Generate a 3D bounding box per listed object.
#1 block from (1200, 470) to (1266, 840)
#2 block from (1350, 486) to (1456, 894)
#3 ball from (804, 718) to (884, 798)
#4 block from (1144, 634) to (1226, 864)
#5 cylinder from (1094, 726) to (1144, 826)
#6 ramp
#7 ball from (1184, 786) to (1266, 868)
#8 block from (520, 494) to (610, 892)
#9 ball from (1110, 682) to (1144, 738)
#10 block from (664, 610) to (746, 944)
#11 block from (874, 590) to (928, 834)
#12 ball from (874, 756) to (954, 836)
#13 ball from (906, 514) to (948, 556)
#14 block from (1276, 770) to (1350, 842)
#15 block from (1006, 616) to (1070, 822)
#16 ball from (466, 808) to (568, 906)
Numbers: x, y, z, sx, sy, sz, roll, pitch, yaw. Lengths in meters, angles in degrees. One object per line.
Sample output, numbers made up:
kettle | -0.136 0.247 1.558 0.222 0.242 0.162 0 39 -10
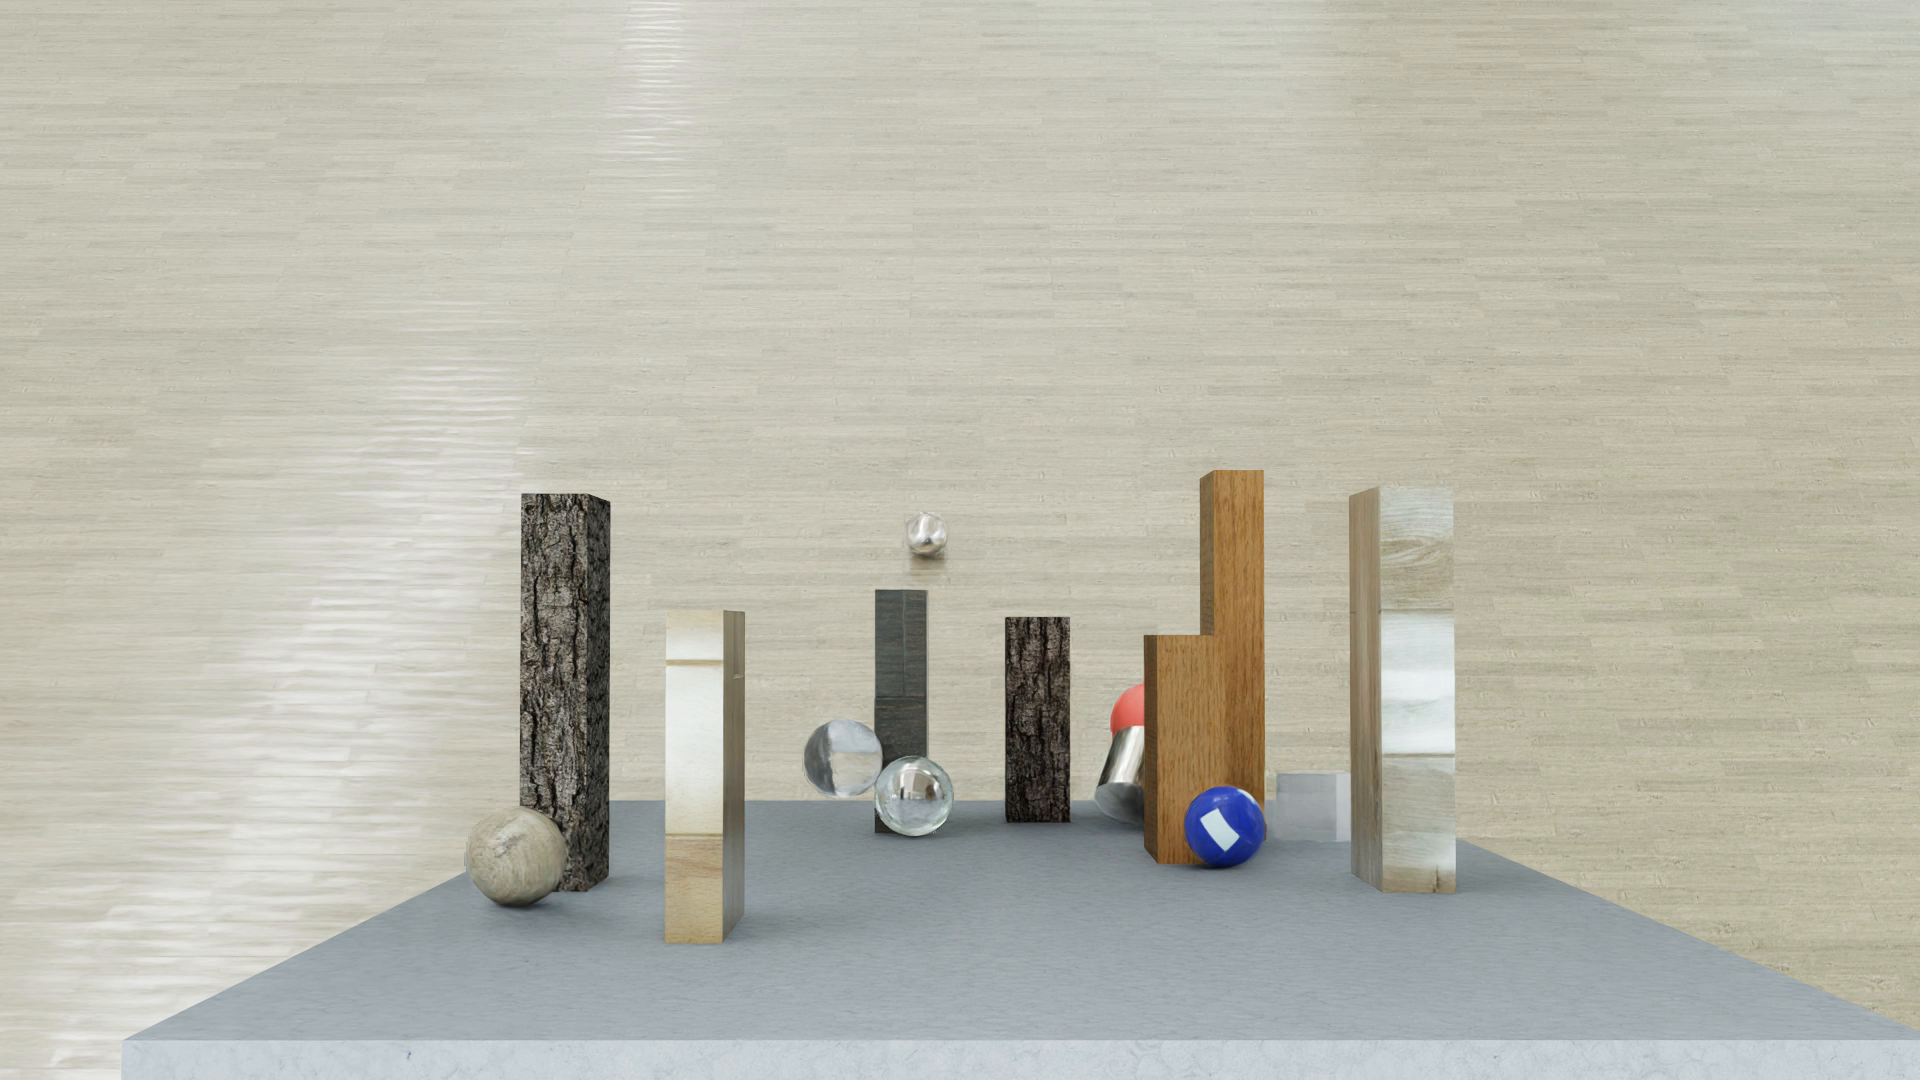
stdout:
block | 0.602 0.252 5.763 0.108 0.795 0.332 0 -2 0
block | 0.786 0.261 4.642 0.125 0.699 0.361 0 -2 0
ball | -0.256 0.480 5.705 0.176 0.176 0.176 0 35 0
block | 0.447 0.410 5.197 0.131 0.440 0.372 0 -2 0
cylinder | 0.409 0.542 5.973 0.162 0.162 0.162 10 50 14
ramp | 0.078 0.669 4.853 2.000 0.100 4.000 0 -2 0
ball | 0.502 0.544 4.929 0.154 0.154 0.154 0 35 0
block | -0.701 0.268 4.627 0.115 0.686 0.298 0 -2 0
ball | 0.469 0.447 6.338 0.205 0.205 0.205 0 35 0
block | -0.384 0.347 3.941 0.082 0.480 0.385 0 -2 0
block | -0.132 0.387 5.986 0.115 0.540 0.439 0 -2 0
ball | -0.101 0.559 5.673 0.175 0.175 0.175 0 35 0
ball | -0.100 -0.014 7.864 0.130 0.130 0.130 0 35 0
block | 0.779 0.573 5.620 0.142 0.142 0.142 -1 -2 33
block | 0.184 0.424 6.199 0.148 0.481 0.243 0 -2 0
ball | -0.723 0.517 4.241 0.161 0.161 0.161 0 35 0
